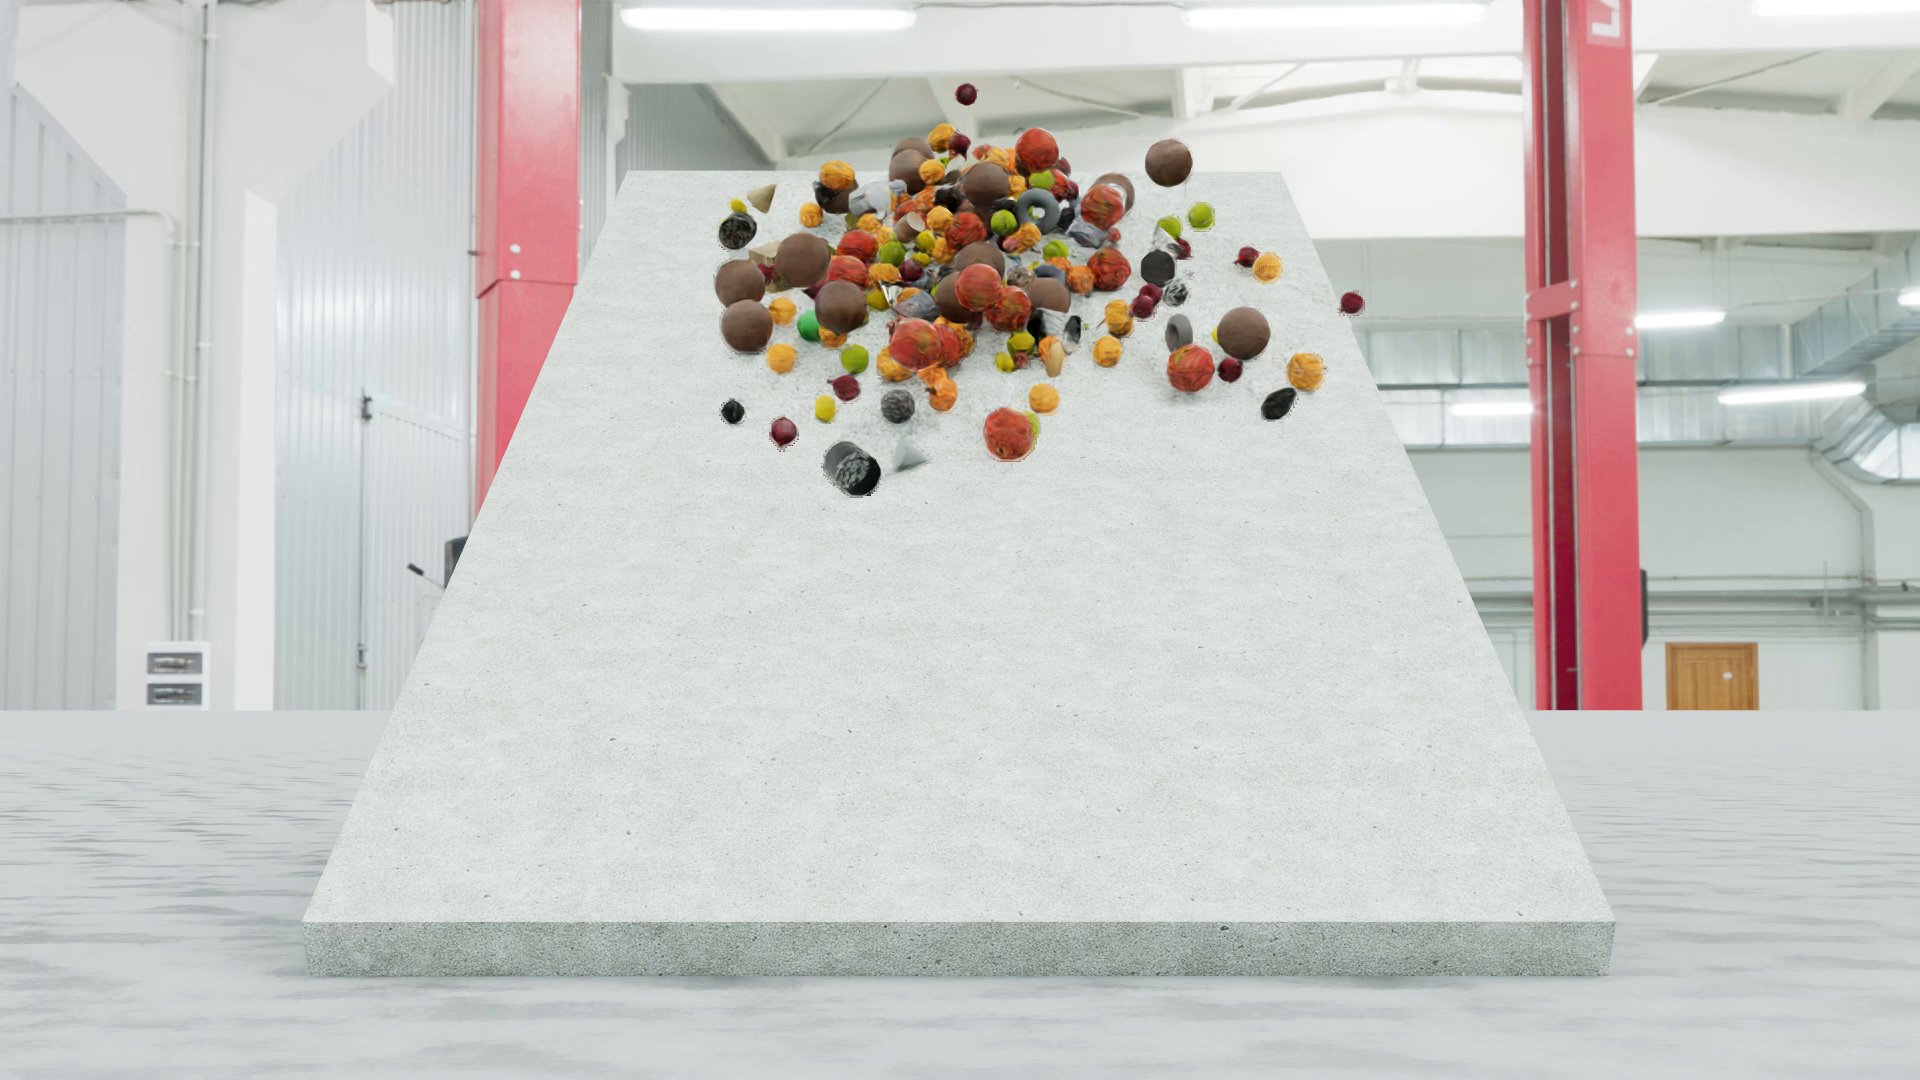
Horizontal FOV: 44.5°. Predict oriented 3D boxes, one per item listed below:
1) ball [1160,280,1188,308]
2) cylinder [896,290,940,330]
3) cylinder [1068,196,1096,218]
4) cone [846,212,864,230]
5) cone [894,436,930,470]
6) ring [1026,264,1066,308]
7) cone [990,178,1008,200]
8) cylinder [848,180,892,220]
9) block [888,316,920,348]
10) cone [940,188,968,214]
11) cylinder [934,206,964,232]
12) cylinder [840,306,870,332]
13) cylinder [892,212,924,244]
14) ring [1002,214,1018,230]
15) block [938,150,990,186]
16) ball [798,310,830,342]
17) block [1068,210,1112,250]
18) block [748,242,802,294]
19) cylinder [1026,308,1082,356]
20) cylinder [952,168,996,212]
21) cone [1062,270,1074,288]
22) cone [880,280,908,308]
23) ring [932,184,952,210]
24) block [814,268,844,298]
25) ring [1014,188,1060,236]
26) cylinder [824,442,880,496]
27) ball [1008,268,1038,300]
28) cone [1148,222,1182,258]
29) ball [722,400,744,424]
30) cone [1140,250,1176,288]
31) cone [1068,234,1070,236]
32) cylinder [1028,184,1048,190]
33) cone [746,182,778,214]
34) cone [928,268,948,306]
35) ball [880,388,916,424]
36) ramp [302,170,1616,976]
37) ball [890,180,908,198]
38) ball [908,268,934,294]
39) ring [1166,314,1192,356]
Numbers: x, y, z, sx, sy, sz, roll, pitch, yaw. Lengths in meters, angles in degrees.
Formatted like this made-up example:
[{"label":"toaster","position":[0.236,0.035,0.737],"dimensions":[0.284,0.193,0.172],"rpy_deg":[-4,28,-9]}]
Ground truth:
[{"label":"ball","position":[0.518,-0.597,5.678],"dimensions":[0.067,0.067,0.067],"rpy_deg":[0,-4,0]},{"label":"cylinder","position":[-0.104,-0.573,5.882],"dimensions":[0.081,0.081,0.081],"rpy_deg":[-32,-1,-6]},{"label":"cylinder","position":[0.350,-0.943,6.698],"dimensions":[0.066,0.066,0.066],"rpy_deg":[1,13,-15]},{"label":"cone","position":[-0.310,-0.909,6.686],"dimensions":[0.057,0.057,0.057],"rpy_deg":[2,-4,-24]},{"label":"cone","position":[-0.098,-0.181,5.122],"dimensions":[0.074,0.074,0.074],"rpy_deg":[13,-8,-19]},{"label":"ring","position":[0.219,-0.655,6.060],"dimensions":[0.124,0.124,0.041],"rpy_deg":[-3,-18,33]},{"label":"cone","position":[0.124,-0.999,6.721],"dimensions":[0.064,0.064,0.064],"rpy_deg":[-2,-3,26]},{"label":"cylinder","position":[-0.253,-0.950,6.562],"dimensions":[0.087,0.087,0.087],"rpy_deg":[3,-12,-38]},{"label":"block","position":[-0.140,-0.516,5.818],"dimensions":[0.054,0.054,0.054],"rpy_deg":[17,36,31]},{"label":"cone","position":[-0.031,-0.953,6.691],"dimensions":[0.090,0.090,0.090],"rpy_deg":[-2,17,22]},{"label":"cylinder","position":[-0.030,-0.908,6.644],"dimensions":[0.061,0.061,0.061],"rpy_deg":[-23,11,-38]},{"label":"cylinder","position":[-0.266,-0.559,5.915],"dimensions":[0.053,0.053,0.053],"rpy_deg":[-3,18,40]},{"label":"cylinder","position":[-0.134,-0.816,6.133],"dimensions":[0.060,0.060,0.060],"rpy_deg":[4,-30,-42]},{"label":"ring","position":[0.162,-0.905,6.674],"dimensions":[0.084,0.028,0.084],"rpy_deg":[-8,23,3]},{"label":"block","position":[0.010,-1.068,6.876],"dimensions":[0.091,0.091,0.091],"rpy_deg":[43,-40,-20]},{"label":"ball","position":[-0.362,-0.531,5.822],"dimensions":[0.082,0.082,0.082],"rpy_deg":[0,-4,0]},{"label":"block","position":[0.357,-0.852,6.429],"dimensions":[0.074,0.074,0.074],"rpy_deg":[14,-22,45]},{"label":"block","position":[-0.488,-0.720,6.201],"dimensions":[0.099,0.099,0.099],"rpy_deg":[23,34,40]},{"label":"cylinder","position":[0.231,-0.513,5.764],"dimensions":[0.100,0.100,0.100],"rpy_deg":[15,3,28]},{"label":"cylinder","position":[0.038,-0.985,6.605],"dimensions":[0.089,0.089,0.089],"rpy_deg":[43,1,7]},{"label":"cone","position":[0.268,-0.677,6.201],"dimensions":[0.054,0.054,0.054],"rpy_deg":[1,-25,-20]},{"label":"cone","position":[-0.173,-0.626,6.012],"dimensions":[0.073,0.073,0.073],"rpy_deg":[4,12,-1]},{"label":"ring","position":[-0.038,-0.988,6.779],"dimensions":[0.084,0.084,0.028],"rpy_deg":[0,34,2]},{"label":"block","position":[-0.345,-0.675,6.152],"dimensions":[0.058,0.058,0.058],"rpy_deg":[8,27,16]},{"label":"ring","position":[0.207,-0.886,6.345],"dimensions":[0.130,0.130,0.043],"rpy_deg":[-1,17,14]},{"label":"cylinder","position":[-0.230,-0.152,5.003],"dimensions":[0.091,0.091,0.091],"rpy_deg":[2,20,-31]},{"label":"ball","position":[0.162,-0.659,6.020],"dimensions":[0.082,0.082,0.082],"rpy_deg":[0,-4,0]},{"label":"cone","position":[0.535,-0.805,6.253],"dimensions":[0.096,0.096,0.096],"rpy_deg":[-11,-21,-4]},{"label":"ball","position":[-0.518,-0.293,5.352],"dimensions":[0.052,0.052,0.052],"rpy_deg":[0,-4,0]},{"label":"cone","position":[0.515,-0.721,6.259],"dimensions":[0.098,0.098,0.098],"rpy_deg":[1,3,-10]},{"label":"cone","position":[0.325,-0.861,6.588],"dimensions":[0.051,0.051,0.051],"rpy_deg":[-18,-10,19]},{"label":"cylinder","position":[0.228,-1.005,6.850],"dimensions":[0.059,0.059,0.059],"rpy_deg":[2,23,-1]},{"label":"cone","position":[-0.506,-0.916,6.174],"dimensions":[0.079,0.079,0.079],"rpy_deg":[-40,-24,26]},{"label":"cone","position":[-0.075,-0.665,6.101],"dimensions":[0.087,0.087,0.087],"rpy_deg":[0,25,0]},{"label":"ball","position":[-0.141,-0.306,5.349],"dimensions":[0.079,0.079,0.079],"rpy_deg":[0,-4,0]},{"label":"ramp","position":[-0.009,-0.229,5.398],"dimensions":[2.000,0.100,4.000],"rpy_deg":[0,25,0]},{"label":"ball","position":[-0.177,-1.008,6.726],"dimensions":[0.050,0.050,0.050],"rpy_deg":[0,-4,0]},{"label":"ball","position":[-0.100,-0.666,6.051],"dimensions":[0.068,0.068,0.068],"rpy_deg":[0,-4,0]},{"label":"ring","position":[0.523,-0.489,5.600],"dimensions":[0.035,0.104,0.104],"rpy_deg":[-3,-3,-21]}]
